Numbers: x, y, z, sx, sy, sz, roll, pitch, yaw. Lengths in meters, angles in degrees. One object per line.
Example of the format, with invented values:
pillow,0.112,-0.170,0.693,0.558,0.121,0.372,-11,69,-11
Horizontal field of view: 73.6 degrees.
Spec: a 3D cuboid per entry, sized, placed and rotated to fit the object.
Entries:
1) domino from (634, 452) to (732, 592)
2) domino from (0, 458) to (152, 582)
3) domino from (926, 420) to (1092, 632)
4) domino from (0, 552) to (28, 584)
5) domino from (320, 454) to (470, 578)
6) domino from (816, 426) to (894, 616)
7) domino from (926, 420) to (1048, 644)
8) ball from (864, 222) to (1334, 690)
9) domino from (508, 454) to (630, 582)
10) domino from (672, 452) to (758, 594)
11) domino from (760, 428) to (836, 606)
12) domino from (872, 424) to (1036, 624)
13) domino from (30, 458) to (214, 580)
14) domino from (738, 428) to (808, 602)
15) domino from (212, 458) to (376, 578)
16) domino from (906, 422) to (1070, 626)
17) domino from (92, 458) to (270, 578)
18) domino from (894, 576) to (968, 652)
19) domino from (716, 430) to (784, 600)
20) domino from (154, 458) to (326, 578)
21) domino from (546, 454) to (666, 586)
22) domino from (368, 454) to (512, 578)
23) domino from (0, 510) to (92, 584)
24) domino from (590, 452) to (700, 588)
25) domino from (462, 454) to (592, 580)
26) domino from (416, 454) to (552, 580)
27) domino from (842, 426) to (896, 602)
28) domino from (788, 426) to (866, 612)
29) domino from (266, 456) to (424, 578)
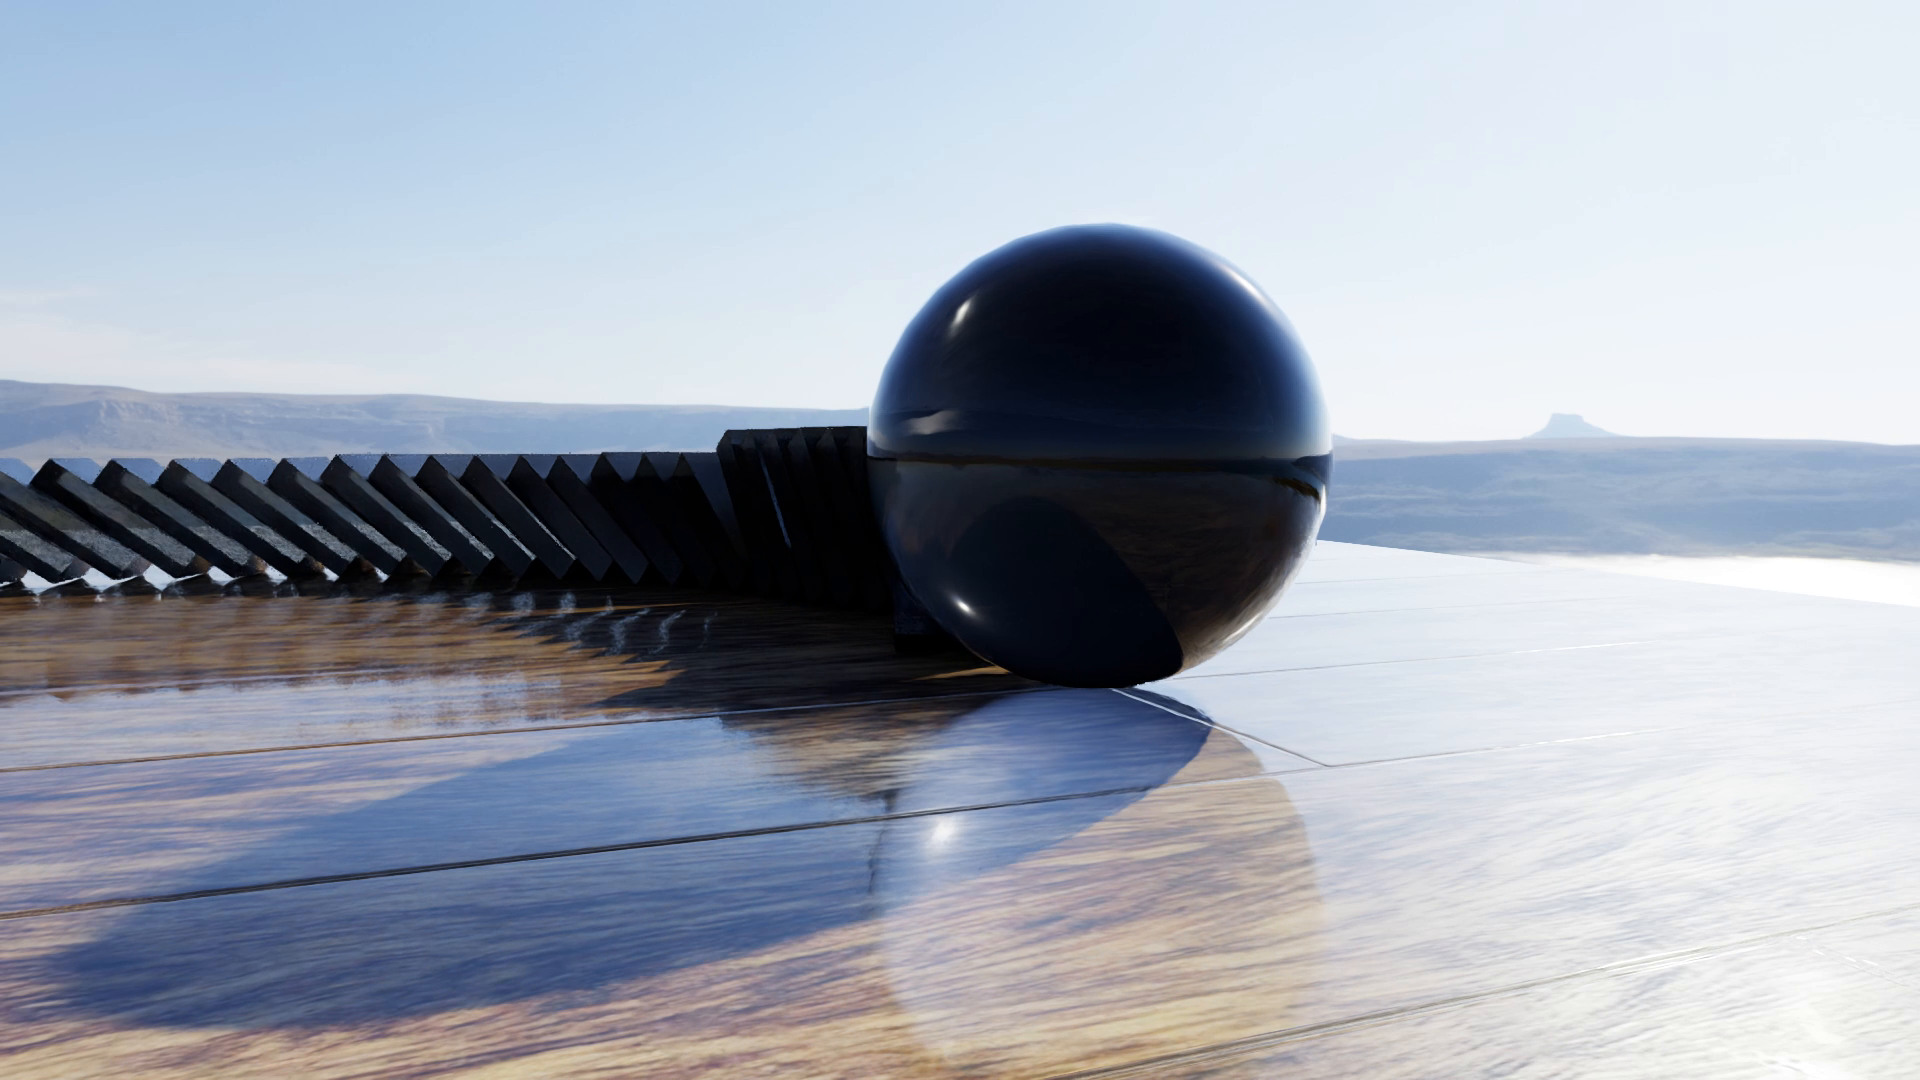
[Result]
domino,-0.076,-0.006,0.388,0.025,0.010,0.050,-4,47,-45
domino,-0.279,-0.007,0.400,0.050,0.009,0.025,38,-7,-15
domino,0.011,-0.004,0.296,0.025,0.050,0.010,1,-30,-29
domino,-0.307,-0.005,0.383,0.050,0.010,0.025,37,-7,-13
domino,-0.182,-0.009,0.422,0.050,0.009,0.025,40,9,4
domino,-0.018,-0.006,0.332,0.025,0.050,0.010,-3,-28,-35
domino,0.006,-0.002,0.279,0.025,0.050,0.010,0,-26,1
ball,0.023,-0.014,0.223,0.080,0.080,0.080,0,4,0
domino,-0.119,-0.008,0.410,0.050,0.010,0.025,45,23,19
domino,-0.063,-0.006,0.379,0.025,0.009,0.050,-3,46,-39
domino,-0.035,-0.007,0.349,0.025,0.050,0.010,-3,-29,-35
domino,-0.002,-0.005,0.316,0.025,0.050,0.010,-3,-28,-34
domino,-0.264,-0.007,0.408,0.050,0.010,0.025,37,-4,-10
domino,-0.042,-0.008,0.357,0.025,0.050,0.010,-3,-29,-35
domino,-0.215,-0.008,0.420,0.050,0.009,0.025,37,3,-3
domino,0.006,-0.004,0.308,0.025,0.050,0.010,0,-30,-33
domino,-0.248,-0.007,0.413,0.050,0.010,0.025,37,-1,-8
domino,0.000,-0.001,0.268,0.025,0.050,0.010,0,-27,1
domino,-0.050,-0.008,0.366,0.025,0.050,0.009,-3,-29,-35
domino,-0.231,-0.008,0.418,0.050,0.010,0.025,37,2,-5
domino,-0.105,-0.007,0.403,0.050,0.010,0.025,45,25,21
domino,-0.166,-0.009,0.421,0.050,0.010,0.025,41,12,7
domino,-0.293,-0.006,0.392,0.050,0.009,0.025,38,-7,-15
domino,-0.090,-0.007,0.396,0.025,0.009,0.050,-6,48,-52
domino,-0.134,-0.008,0.414,0.050,0.010,0.025,43,18,14
domino,-0.150,-0.008,0.418,0.050,0.010,0.025,42,15,11
domino,-0.010,-0.005,0.324,0.025,0.050,0.010,-3,-28,-35
domino,-0.026,-0.006,0.340,0.025,0.050,0.010,-3,-28,-35
domino,-0.198,-0.008,0.422,0.050,0.010,0.025,38,6,0
